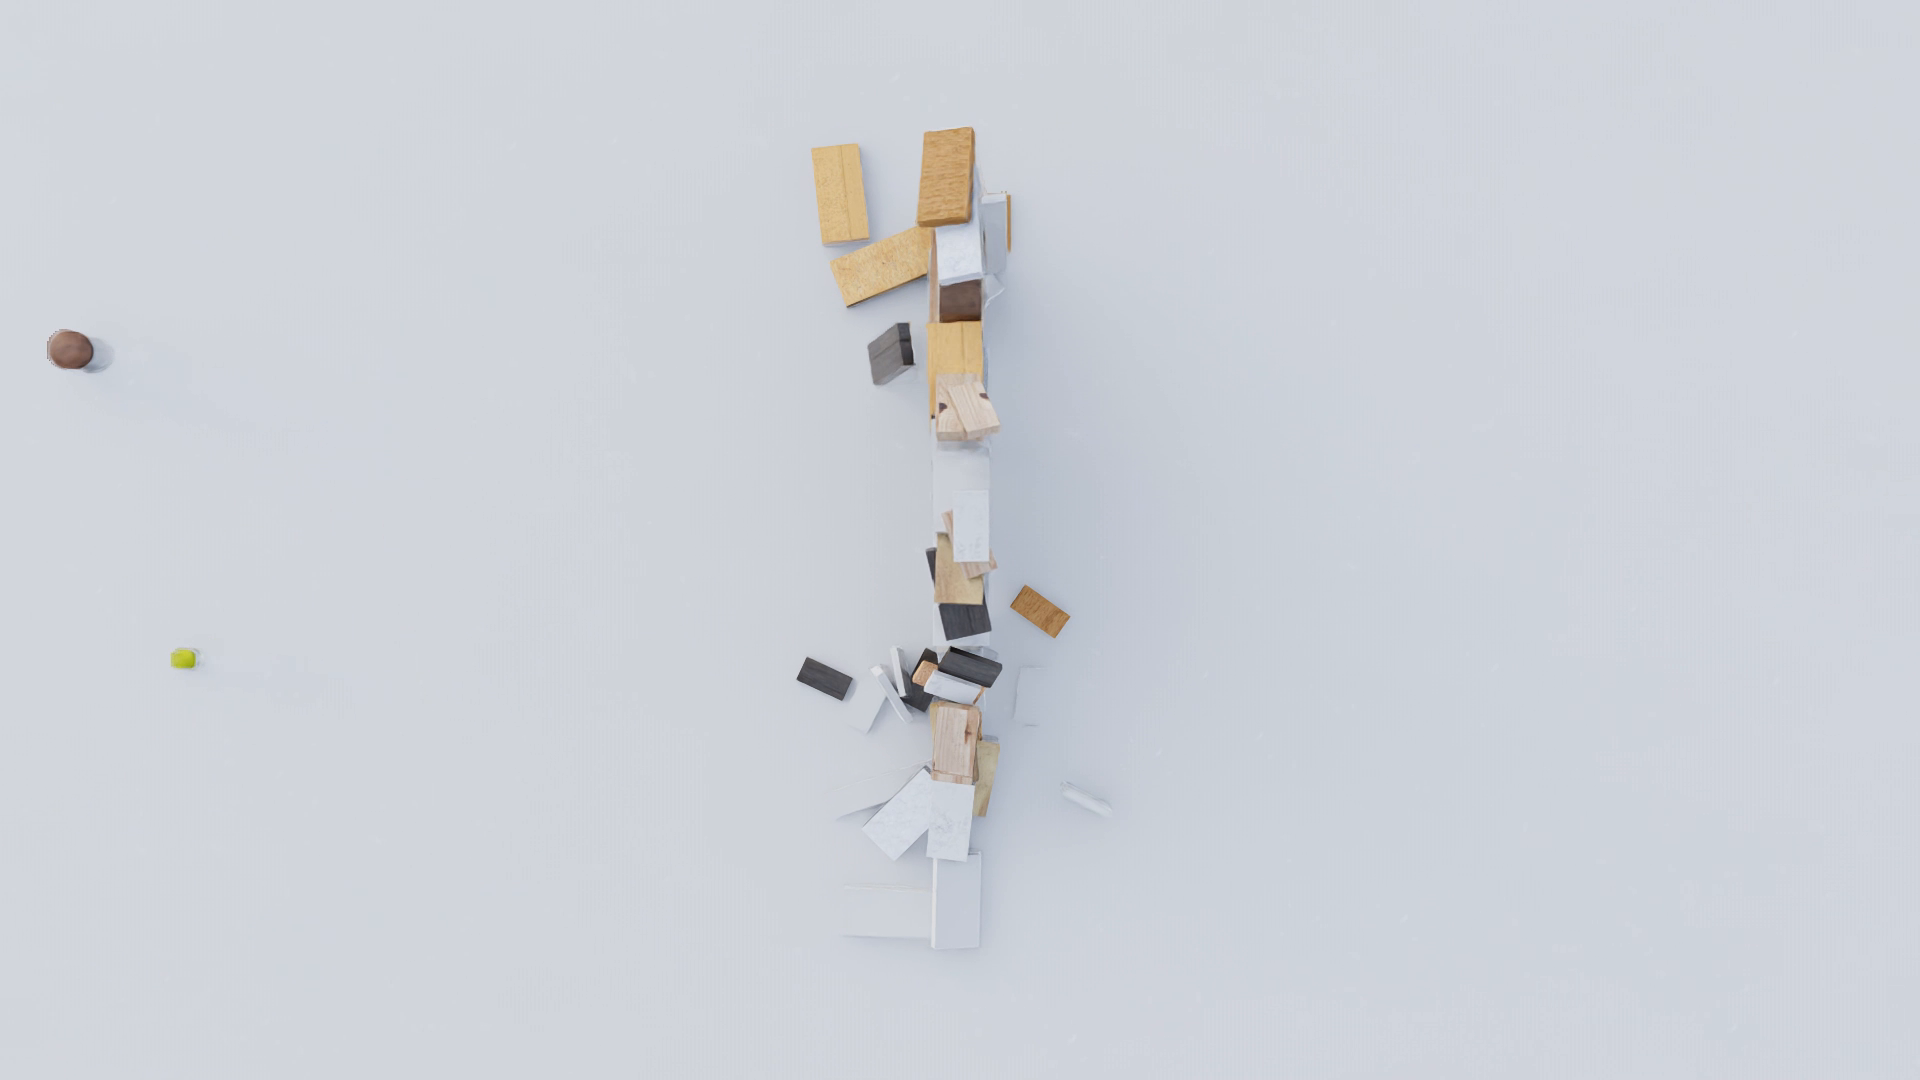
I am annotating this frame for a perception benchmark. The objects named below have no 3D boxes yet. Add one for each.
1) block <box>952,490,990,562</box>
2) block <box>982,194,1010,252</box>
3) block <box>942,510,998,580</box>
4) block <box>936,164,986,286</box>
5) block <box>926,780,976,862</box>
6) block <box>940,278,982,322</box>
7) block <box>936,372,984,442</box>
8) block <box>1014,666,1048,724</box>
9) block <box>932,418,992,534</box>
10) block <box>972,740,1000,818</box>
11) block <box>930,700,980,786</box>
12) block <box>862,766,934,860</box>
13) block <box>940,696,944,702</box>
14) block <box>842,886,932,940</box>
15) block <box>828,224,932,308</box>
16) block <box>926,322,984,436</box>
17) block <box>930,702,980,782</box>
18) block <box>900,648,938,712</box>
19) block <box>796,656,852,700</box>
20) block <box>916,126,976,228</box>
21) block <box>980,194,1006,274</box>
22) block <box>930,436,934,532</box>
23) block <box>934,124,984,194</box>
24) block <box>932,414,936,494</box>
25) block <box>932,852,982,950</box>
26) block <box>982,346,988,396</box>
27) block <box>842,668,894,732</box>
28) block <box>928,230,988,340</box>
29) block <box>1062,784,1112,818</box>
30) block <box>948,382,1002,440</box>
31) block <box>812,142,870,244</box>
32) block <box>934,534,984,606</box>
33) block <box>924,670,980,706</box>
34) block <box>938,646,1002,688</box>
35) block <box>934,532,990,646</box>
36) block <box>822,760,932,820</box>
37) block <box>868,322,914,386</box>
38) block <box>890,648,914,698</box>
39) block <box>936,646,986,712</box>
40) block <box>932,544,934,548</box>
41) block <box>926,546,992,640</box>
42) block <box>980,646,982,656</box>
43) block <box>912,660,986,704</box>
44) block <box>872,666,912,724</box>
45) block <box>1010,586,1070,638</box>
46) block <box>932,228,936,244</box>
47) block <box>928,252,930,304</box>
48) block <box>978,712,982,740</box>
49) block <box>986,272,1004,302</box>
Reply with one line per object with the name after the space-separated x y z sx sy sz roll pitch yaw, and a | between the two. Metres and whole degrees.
0.032 -0.041 4.855 0.104 0.030 0.209 -1 101 0 | block
0.121 -1.053 5.487 0.093 0.026 0.186 0 90 0 | block
0.029 0.002 4.893 0.104 0.030 0.209 -20 100 3 | block
-0.003 -0.969 5.070 0.138 0.039 0.379 -9 68 16 | block
-0.030 0.911 5.383 0.134 0.038 0.268 7 105 3 | block
0.002 -0.804 5.149 0.127 0.036 0.254 1 111 5 | block
-0.004 -0.400 4.957 0.138 0.275 0.039 -2 134 0 | block
0.236 0.516 5.487 0.091 0.026 0.183 7 90 0 | block
0.004 -0.193 4.950 0.171 0.048 0.341 -2 82 0 | block
0.045 0.783 5.433 0.130 0.037 0.259 10 111 -4 | block
-0.015 0.654 5.303 0.134 0.038 0.268 7 112 5 | block
-0.165 0.901 5.443 0.153 0.043 0.305 45 104 0 | block
0.000 0.529 5.405 0.130 0.037 0.259 0 128 0 | block
-0.236 1.238 5.478 0.305 0.043 0.153 3 90 0 | block
-0.225 -0.921 5.478 0.391 0.044 0.157 -22 90 0 | block
-0.013 -0.500 5.110 0.171 0.048 0.348 -2 79 -1 | block
-0.018 0.657 5.348 0.134 0.038 0.268 -3 109 9 | block
-0.116 0.465 5.486 0.097 0.027 0.194 27 90 0 | block
-0.450 0.461 5.488 0.169 0.024 0.085 25 90 0 | block
-0.040 -1.119 5.089 0.157 0.044 0.314 -3 70 18 | block
0.102 -0.978 5.299 0.093 0.421 0.026 -6 69 -1 | block
-0.006 -0.195 5.133 0.171 0.049 0.343 0 90 0 | block
-0.006 -1.196 5.222 0.127 0.036 0.254 -8 64 0 | block
0.001 -0.215 5.051 0.171 0.048 0.341 -1 101 0 | block
-0.012 1.193 5.456 0.153 0.043 0.305 1 90 -18 | block
0.004 -0.510 5.334 0.173 0.346 0.049 0 64 0 | block
-0.308 0.534 5.486 0.097 0.027 0.194 27 90 0 | block
-0.007 -0.809 5.238 0.173 0.049 0.346 2 93 9 | block
0.420 0.865 5.458 0.169 0.085 0.024 27 90 0 | block
0.041 -0.385 4.888 0.104 0.209 0.030 -13 135 -10 | block
-0.397 -1.149 5.478 0.157 0.044 0.314 -7 90 0 | block
0.001 0.049 4.962 0.144 0.041 0.288 2 81 2 | block
-0.024 0.471 5.244 0.162 0.023 0.081 20 125 -15 | block
0.032 0.403 5.218 0.183 0.026 0.091 20 125 -15 | block
0.004 0.153 5.125 0.175 0.049 0.349 0 90 0 | block
-0.258 0.827 5.488 0.390 0.024 0.085 -18 90 0 | block
-0.224 -0.598 5.329 0.039 0.275 0.138 -6 84 -24 | block
-0.192 0.439 5.441 0.023 0.081 0.162 -15 77 14 | block
0.005 0.443 5.290 0.133 0.038 0.266 -4 128 3 | block
0.003 0.037 5.325 0.175 0.349 0.049 0 90 0 | block
-0.003 0.153 5.042 0.144 0.041 0.288 -12 103 2 | block
0.007 0.458 5.399 0.133 0.038 0.266 0 130 0 | block
-0.033 0.454 5.260 0.223 0.023 0.081 21 125 -16 | block
-0.224 0.509 5.426 0.027 0.097 0.194 -33 105 -8 | block
0.267 0.238 5.487 0.183 0.026 0.091 35 90 0 | block
-0.018 -1.044 5.189 0.127 0.036 0.254 -2 59 5 | block
-0.015 -0.775 5.375 0.173 0.049 0.346 6 122 7 | block
0.007 0.689 5.436 0.130 0.037 0.259 0 111 0 | block
0.080 -0.826 5.447 0.070 0.020 0.140 51 50 0 | block
